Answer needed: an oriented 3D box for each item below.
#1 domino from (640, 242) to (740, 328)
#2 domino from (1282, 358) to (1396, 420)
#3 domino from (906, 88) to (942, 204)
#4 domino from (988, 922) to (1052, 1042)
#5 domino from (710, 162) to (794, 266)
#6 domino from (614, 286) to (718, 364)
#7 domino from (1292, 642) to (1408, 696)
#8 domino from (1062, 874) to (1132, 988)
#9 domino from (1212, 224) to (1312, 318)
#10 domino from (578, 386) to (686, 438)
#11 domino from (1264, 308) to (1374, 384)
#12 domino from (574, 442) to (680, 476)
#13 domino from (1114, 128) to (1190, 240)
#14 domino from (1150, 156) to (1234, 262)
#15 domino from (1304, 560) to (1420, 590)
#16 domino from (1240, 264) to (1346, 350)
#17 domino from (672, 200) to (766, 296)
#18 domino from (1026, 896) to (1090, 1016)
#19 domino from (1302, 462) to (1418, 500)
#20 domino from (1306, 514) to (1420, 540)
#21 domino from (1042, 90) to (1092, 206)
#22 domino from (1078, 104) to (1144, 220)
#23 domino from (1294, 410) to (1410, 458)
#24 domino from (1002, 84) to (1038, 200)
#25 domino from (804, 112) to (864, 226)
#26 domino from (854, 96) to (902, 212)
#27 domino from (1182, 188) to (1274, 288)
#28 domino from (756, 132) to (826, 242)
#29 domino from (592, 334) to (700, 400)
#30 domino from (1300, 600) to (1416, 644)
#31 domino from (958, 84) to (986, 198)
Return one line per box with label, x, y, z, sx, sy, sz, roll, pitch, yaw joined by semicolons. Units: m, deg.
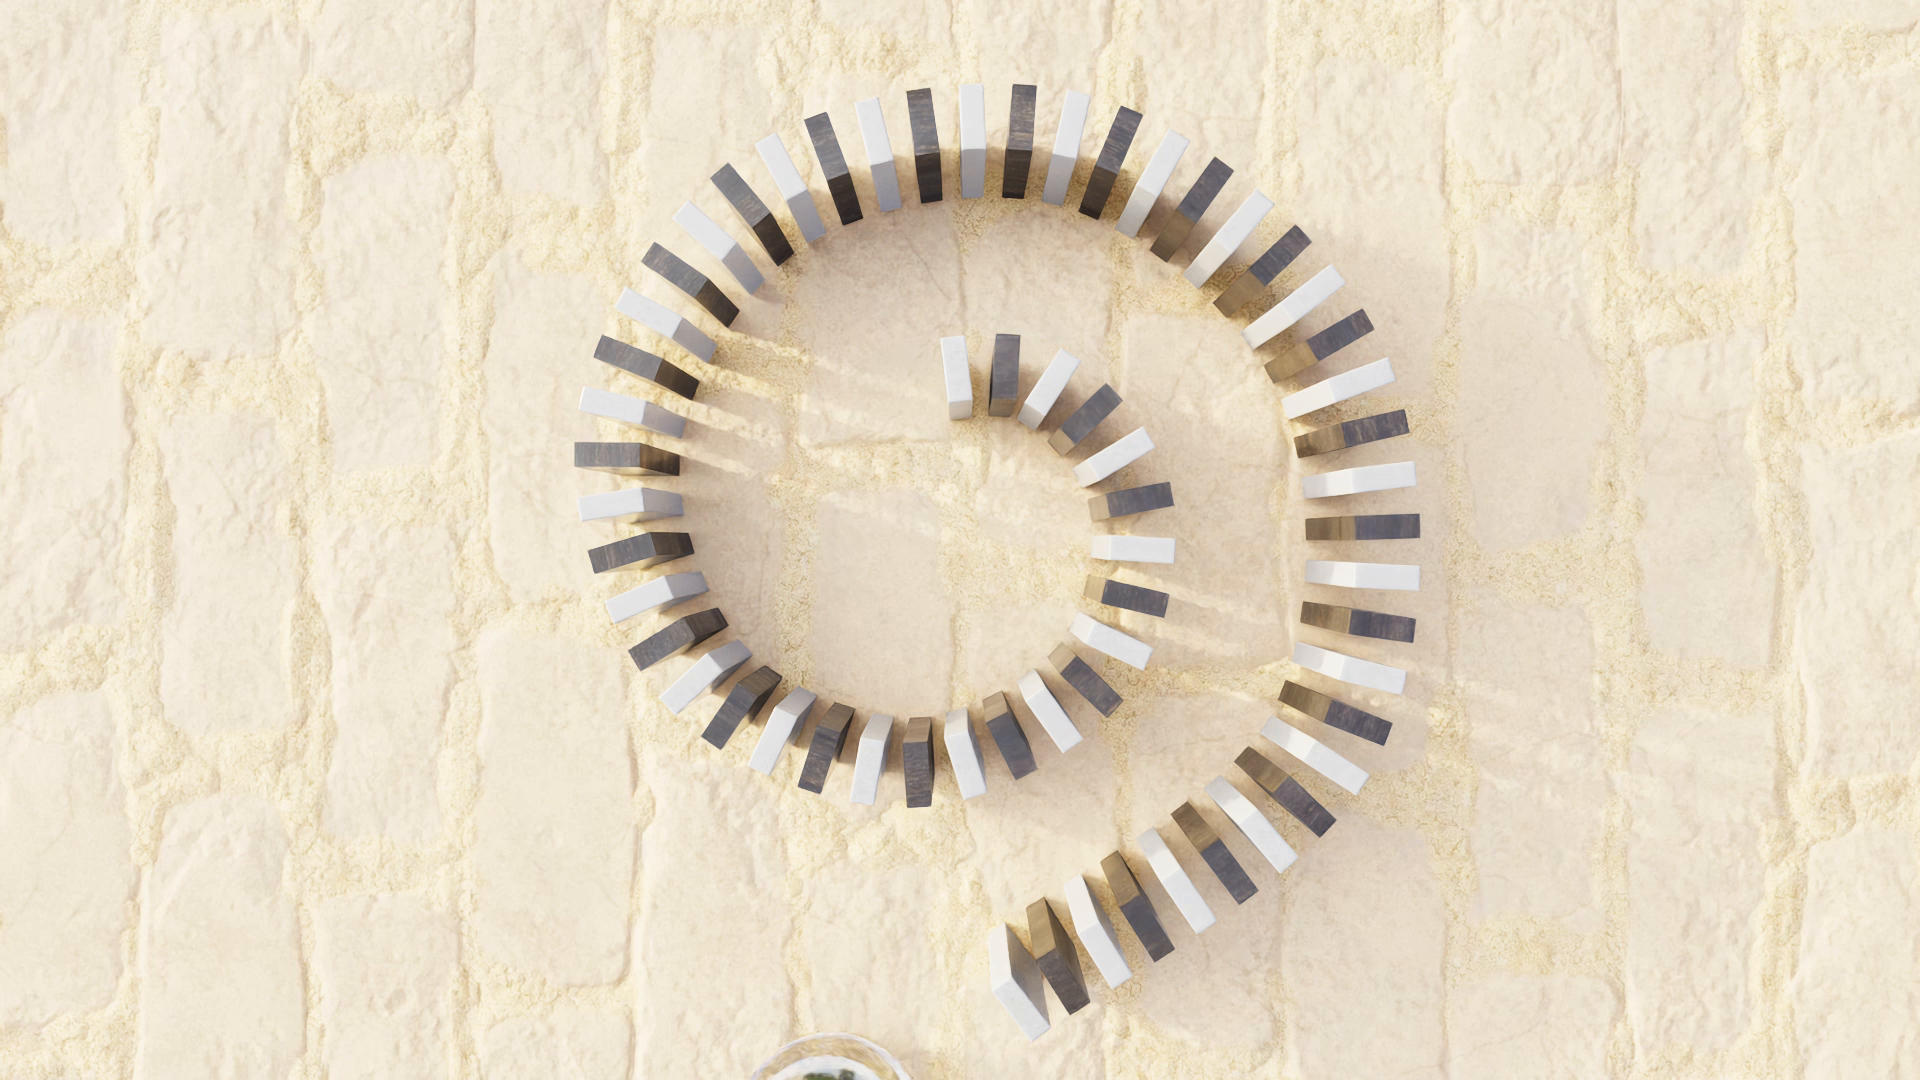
domino;-0.109;-0.103;0.375;0.025;0.050;0.010;34;90;0
domino;0.153;-0.061;0.375;0.025;0.050;0.009;-20;90;0
domino;-0.014;-0.160;0.375;0.009;0.050;0.025;-8;90;0
domino;0.023;0.179;0.375;0.009;0.050;0.025;-38;90;0
domino;-0.084;-0.132;0.375;0.009;0.050;0.025;-40;90;0
domino;-0.119;-0.087;0.375;0.025;0.050;0.009;28;90;0
domino;0.158;0.052;0.375;0.025;0.050;0.010;14;90;0
domino;0.055;0.159;0.375;0.009;0.050;0.025;-32;90;0
domino;0.122;-0.109;0.375;0.025;0.050;0.009;-43;90;0
domino;-0.133;-0.052;0.375;0.025;0.050;0.010;13;90;0
domino;0.145;-0.078;0.375;0.025;0.050;0.010;-30;90;0
domino;-0.135;-0.033;0.375;0.025;0.050;0.010;0;90;0
domino;0.078;-0.144;0.375;0.010;0.050;0.025;30;90;0
domino;0.094;-0.134;0.375;0.010;0.050;0.025;36;90;0
domino;0.163;0.014;0.375;0.025;0.050;0.009;3;90;0
domino;0.135;-0.094;0.375;0.025;0.050;0.009;-37;90;0
domino;-0.097;-0.118;0.375;0.025;0.050;0.010;41;90;0
domino;0.039;0.169;0.375;0.009;0.050;0.025;-32;90;0
domino;0.162;-0.024;0.375;0.025;0.050;0.009;-7;90;0
domino;0.163;-0.005;0.375;0.025;0.050;0.009;-2;90;0
domino;0.043;-0.159;0.375;0.010;0.050;0.025;13;90;0
domino;0.061;-0.153;0.375;0.009;0.050;0.025;23;90;0
domino;0.159;-0.043;0.375;0.025;0.050;0.010;-13;90;0
domino;0.024;-0.162;0.375;0.010;0.050;0.025;4;90;0
domino;-0.051;-0.151;0.375;0.009;0.050;0.025;-20;90;0
domino;-0.033;-0.156;0.375;0.009;0.050;0.025;-14;90;0
domino;0.109;-0.122;0.375;0.010;0.050;0.025;41;90;0
domino;-0.068;-0.143;0.375;0.009;0.050;0.025;-29;90;0
domino;-0.127;-0.070;0.375;0.025;0.050;0.009;22;90;0
domino;0.161;0.033;0.375;0.025;0.050;0.009;8;90;0
domino;0.005;-0.162;0.375;0.009;0.050;0.025;-3;90;0
